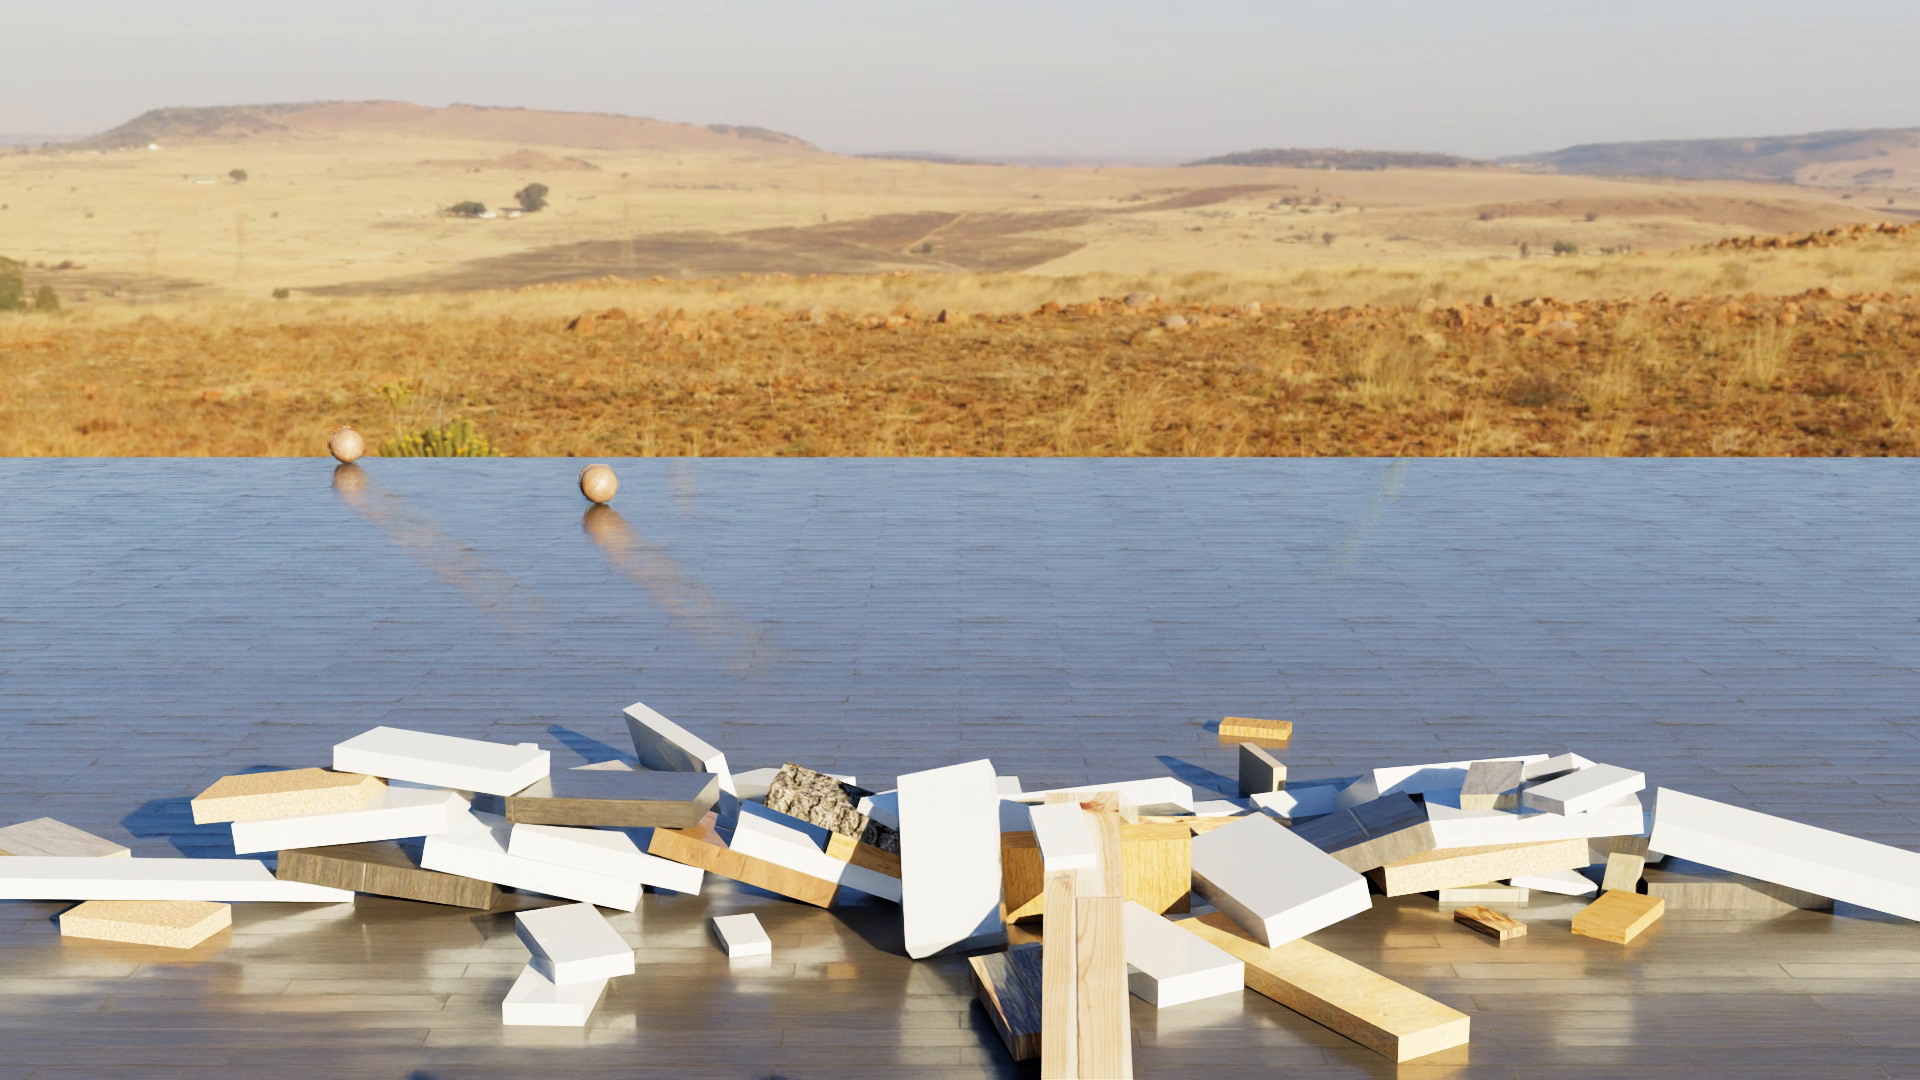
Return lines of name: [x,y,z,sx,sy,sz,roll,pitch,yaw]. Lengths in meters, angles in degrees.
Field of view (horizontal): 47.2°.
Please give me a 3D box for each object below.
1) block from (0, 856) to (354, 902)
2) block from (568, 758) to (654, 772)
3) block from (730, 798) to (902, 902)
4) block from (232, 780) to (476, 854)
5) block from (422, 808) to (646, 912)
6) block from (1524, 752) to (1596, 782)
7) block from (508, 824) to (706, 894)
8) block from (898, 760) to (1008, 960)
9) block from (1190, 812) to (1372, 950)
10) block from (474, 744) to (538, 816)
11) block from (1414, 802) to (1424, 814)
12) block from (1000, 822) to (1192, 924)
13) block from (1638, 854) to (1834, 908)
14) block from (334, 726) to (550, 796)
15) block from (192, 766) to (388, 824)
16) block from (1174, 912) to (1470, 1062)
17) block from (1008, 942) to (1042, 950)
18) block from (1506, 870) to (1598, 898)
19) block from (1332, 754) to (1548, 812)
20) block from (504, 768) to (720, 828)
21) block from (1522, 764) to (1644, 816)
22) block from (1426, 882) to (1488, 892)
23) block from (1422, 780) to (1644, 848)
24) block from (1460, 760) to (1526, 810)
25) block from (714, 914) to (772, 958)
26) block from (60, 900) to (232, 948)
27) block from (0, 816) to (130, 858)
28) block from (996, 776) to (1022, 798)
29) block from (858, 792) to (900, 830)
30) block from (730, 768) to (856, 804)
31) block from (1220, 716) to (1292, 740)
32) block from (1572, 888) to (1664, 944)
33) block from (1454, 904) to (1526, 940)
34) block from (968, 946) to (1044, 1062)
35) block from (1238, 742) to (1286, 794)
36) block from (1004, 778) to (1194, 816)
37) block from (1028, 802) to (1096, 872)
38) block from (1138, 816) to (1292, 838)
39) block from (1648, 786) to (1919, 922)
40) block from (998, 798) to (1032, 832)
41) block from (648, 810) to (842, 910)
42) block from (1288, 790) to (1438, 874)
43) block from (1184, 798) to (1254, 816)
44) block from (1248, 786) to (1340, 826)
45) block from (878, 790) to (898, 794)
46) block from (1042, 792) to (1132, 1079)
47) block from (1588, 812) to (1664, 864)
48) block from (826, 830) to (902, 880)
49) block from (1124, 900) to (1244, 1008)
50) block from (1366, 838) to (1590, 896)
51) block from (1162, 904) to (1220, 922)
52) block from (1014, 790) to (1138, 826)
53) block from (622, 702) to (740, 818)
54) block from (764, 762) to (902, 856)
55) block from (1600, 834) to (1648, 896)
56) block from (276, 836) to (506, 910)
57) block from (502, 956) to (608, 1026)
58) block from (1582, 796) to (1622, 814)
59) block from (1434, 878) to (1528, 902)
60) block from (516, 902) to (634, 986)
block: [-1.282,0.552,3.582,0.562,0.033,0.115,4,8,-21]
block: [-0.631,0.475,4.186,0.134,0.038,0.267,-7,13,-35]
block: [-0.233,0.515,3.651,0.290,0.041,0.145,19,10,-5]
block: [-1.006,0.454,3.663,0.353,0.050,0.176,-6,10,3]
block: [-0.697,0.528,3.659,0.353,0.050,0.176,12,10,-1]
block: [1.057,0.409,3.781,0.091,0.026,0.182,-23,-32,38]
block: [-0.575,0.508,3.648,0.316,0.045,0.158,13,10,-2]
block: [-0.013,0.496,3.435,0.151,0.043,0.301,-12,53,11]
block: [0.485,0.536,3.497,0.177,0.050,0.354,-19,16,-16]
block: [-0.830,0.462,4.036,0.033,0.117,0.235,2,11,9]
block: [0.867,0.493,3.881,0.381,0.043,0.153,-9,5,-2]
block: [0.205,0.532,3.509,0.322,0.151,0.043,-3,31,-1]
block: [1.277,0.568,3.669,0.306,0.043,0.153,0,11,0]
block: [-0.866,0.368,3.676,0.324,0.040,0.141,6,11,16]
block: [-1.114,0.420,3.664,0.282,0.040,0.141,-6,10,4]
block: [0.518,0.649,3.249,0.132,0.037,0.516,-6,12,-31]
block: [0.128,0.656,3.229,0.049,0.014,0.292,-7,14,-11]
block: [0.981,0.565,3.674,0.146,0.021,0.073,9,11,-5]
block: [0.879,0.455,4.006,0.354,0.050,0.177,-3,-22,-18]
block: [-0.573,0.426,3.639,0.316,0.045,0.158,0,11,9]
block: [1.018,0.407,3.588,0.182,0.026,0.091,-13,12,-29]
block: [0.796,0.559,3.662,0.146,0.021,0.073,-7,10,0]
block: [0.952,0.453,3.675,0.337,0.048,0.169,-6,11,9]
block: [0.902,0.414,3.718,0.091,0.026,0.182,-4,11,20]
block: [-0.343,0.620,3.455,0.065,0.018,0.131,-3,11,-17]
block: [-1.296,0.604,3.502,0.230,0.033,0.115,3,11,15]
block: [-1.577,0.543,3.811,0.282,0.040,0.141,9,14,39]
block: [0.085,0.479,4.219,0.059,0.017,0.118,-1,11,-3]
block: [-0.095,0.445,3.628,0.079,0.022,0.158,24,11,26]
block: [-0.332,0.466,4.126,0.132,0.037,0.264,-8,5,-44]
block: [0.625,0.398,4.650,0.142,0.020,0.071,3,11,17]
block: [1.057,0.603,3.531,0.087,0.025,0.174,8,13,36]
block: [0.847,0.611,3.514,0.054,0.015,0.108,-6,12,-28]
block: [0.108,0.655,3.133,0.132,0.037,0.264,-8,15,-12]
block: [0.574,0.451,4.182,0.025,0.087,0.174,-3,11,-14]
block: [0.247,0.468,3.900,0.302,0.043,0.151,-8,-16,18]
block: [0.157,0.455,3.383,0.079,0.022,0.158,-5,23,-5]
block: [0.418,0.520,3.837,0.337,0.023,0.082,2,38,-9]
block: [1.412,0.526,3.587,0.552,0.050,0.177,14,17,16]
block: [0.100,0.496,3.596,0.331,0.043,0.151,17,32,-12]
block: [-0.352,0.519,3.650,0.316,0.045,0.158,18,10,-5]
block: [0.604,0.516,3.655,0.338,0.048,0.169,-19,11,0]
block: [0.494,0.503,4.083,0.140,0.020,0.070,-2,11,-13]
block: [0.630,0.494,4.054,0.174,0.025,0.087,-4,28,-21]
block: [-0.157,0.505,4.021,0.267,0.038,0.134,-7,13,-34]
block: [0.179,0.576,3.168,0.117,0.033,0.793,-1,23,3]
block: [1.063,0.516,3.792,0.306,0.043,0.153,-7,6,30]
block: [-0.076,0.526,3.650,0.290,0.041,0.145,19,10,-4]
block: [0.282,0.627,3.351,0.151,0.043,0.302,-6,12,-28]
block: [0.850,0.518,3.658,0.338,0.048,0.169,-8,10,-4]
block: [0.380,0.608,3.536,0.098,0.014,0.049,-6,12,-28]
block: [0.142,0.477,3.765,0.301,0.043,0.151,-7,-19,15]
block: [-0.532,0.423,4.190,0.038,0.134,0.419,-24,20,-24]
block: [-0.170,0.451,3.635,0.290,0.041,0.145,20,10,2]
block: [1.100,0.543,3.641,0.054,0.108,0.015,7,-17,39]
block: [-0.936,0.539,3.673,0.353,0.050,0.176,8,10,1]
block: [-0.588,0.653,3.239,0.115,0.033,0.230,0,11,2]
block: [1.038,0.422,3.607,0.108,0.015,0.054,-16,13,-38]
block: [0.865,0.580,3.667,0.146,0.021,0.073,0,11,1]
block: [-0.582,0.606,3.313,0.117,0.033,0.235,-5,12,-25]
